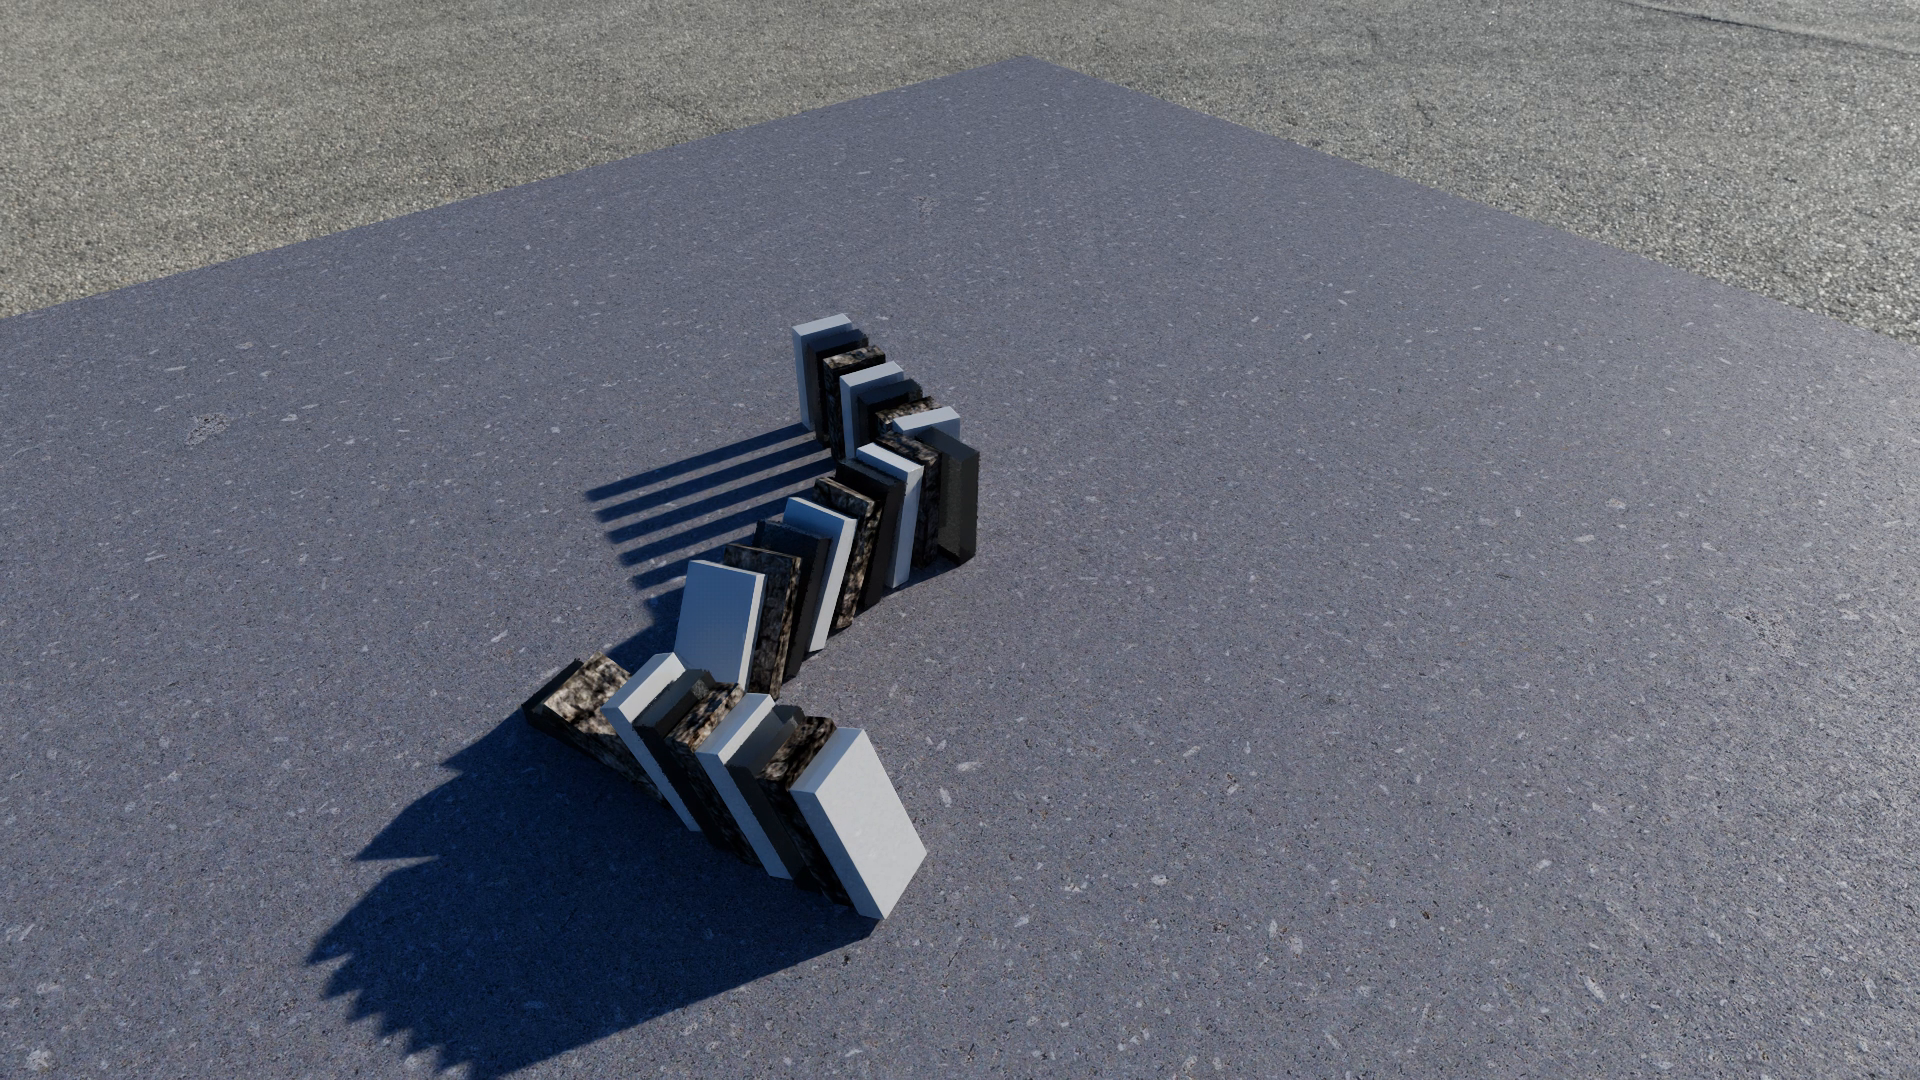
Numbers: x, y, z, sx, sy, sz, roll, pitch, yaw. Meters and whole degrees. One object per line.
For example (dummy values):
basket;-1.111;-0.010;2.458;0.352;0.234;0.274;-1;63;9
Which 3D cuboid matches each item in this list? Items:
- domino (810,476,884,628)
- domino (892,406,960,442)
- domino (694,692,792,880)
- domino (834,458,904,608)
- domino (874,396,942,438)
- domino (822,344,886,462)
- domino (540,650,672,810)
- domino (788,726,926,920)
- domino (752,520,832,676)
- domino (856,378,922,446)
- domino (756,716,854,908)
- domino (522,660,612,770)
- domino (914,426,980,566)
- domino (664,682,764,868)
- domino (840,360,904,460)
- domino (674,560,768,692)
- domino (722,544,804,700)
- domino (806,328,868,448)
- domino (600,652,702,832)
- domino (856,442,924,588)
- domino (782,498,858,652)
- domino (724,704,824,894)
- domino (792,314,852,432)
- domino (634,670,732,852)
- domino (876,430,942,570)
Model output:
domino;-0.047;0.005;0.407;0.025;0.050;0.009;25;18;27
domino;-0.014;-0.028;0.444;0.025;0.050;0.009;-16;41;-24
domino;-0.056;0.072;0.323;0.010;0.050;0.025;-2;33;34
domino;-0.038;-0.003;0.415;0.025;0.050;0.009;26;25;28
domino;-0.020;-0.032;0.451;0.025;0.050;0.009;-20;43;-23
domino;-0.045;-0.059;0.483;0.025;0.050;0.010;-20;44;-23
domino;-0.104;0.060;0.350;0.050;0.010;0.025;36;48;1
domino;-0.028;0.081;0.313;0.009;0.050;0.025;-2;33;35
domino;-0.064;0.020;0.390;0.025;0.050;0.009;17;7;19
domino;-0.028;-0.041;0.461;0.025;0.050;0.010;-20;44;-23
domino;-0.037;0.078;0.316;0.009;0.050;0.025;-2;33;35
domino;-0.119;0.060;0.370;0.050;0.010;0.025;20;44;23
domino;-0.005;-0.017;0.432;0.025;0.050;0.009;32;47;33
domino;-0.065;0.070;0.327;0.010;0.050;0.025;-2;33;35
domino;-0.037;-0.050;0.472;0.025;0.050;0.009;-20;44;-23
domino;-0.083;0.034;0.374;0.025;0.050;0.010;11;4;13
domino;-0.072;0.028;0.381;0.025;0.050;0.009;11;4;13
domino;-0.053;-0.068;0.494;0.025;0.050;0.009;-20;44;-23
domino;-0.085;0.062;0.337;0.010;0.050;0.025;-10;29;38
domino;-0.030;-0.009;0.422;0.025;0.050;0.009;26;33;28
domino;-0.056;0.012;0.399;0.025;0.050;0.010;21;12;24
domino;-0.047;0.075;0.320;0.010;0.050;0.025;-2;33;35
domino;-0.062;-0.076;0.505;0.025;0.050;0.009;-20;44;-23
domino;-0.075;0.066;0.331;0.010;0.050;0.025;-4;32;35
domino;-0.021;-0.015;0.430;0.025;0.050;0.009;26;41;28
